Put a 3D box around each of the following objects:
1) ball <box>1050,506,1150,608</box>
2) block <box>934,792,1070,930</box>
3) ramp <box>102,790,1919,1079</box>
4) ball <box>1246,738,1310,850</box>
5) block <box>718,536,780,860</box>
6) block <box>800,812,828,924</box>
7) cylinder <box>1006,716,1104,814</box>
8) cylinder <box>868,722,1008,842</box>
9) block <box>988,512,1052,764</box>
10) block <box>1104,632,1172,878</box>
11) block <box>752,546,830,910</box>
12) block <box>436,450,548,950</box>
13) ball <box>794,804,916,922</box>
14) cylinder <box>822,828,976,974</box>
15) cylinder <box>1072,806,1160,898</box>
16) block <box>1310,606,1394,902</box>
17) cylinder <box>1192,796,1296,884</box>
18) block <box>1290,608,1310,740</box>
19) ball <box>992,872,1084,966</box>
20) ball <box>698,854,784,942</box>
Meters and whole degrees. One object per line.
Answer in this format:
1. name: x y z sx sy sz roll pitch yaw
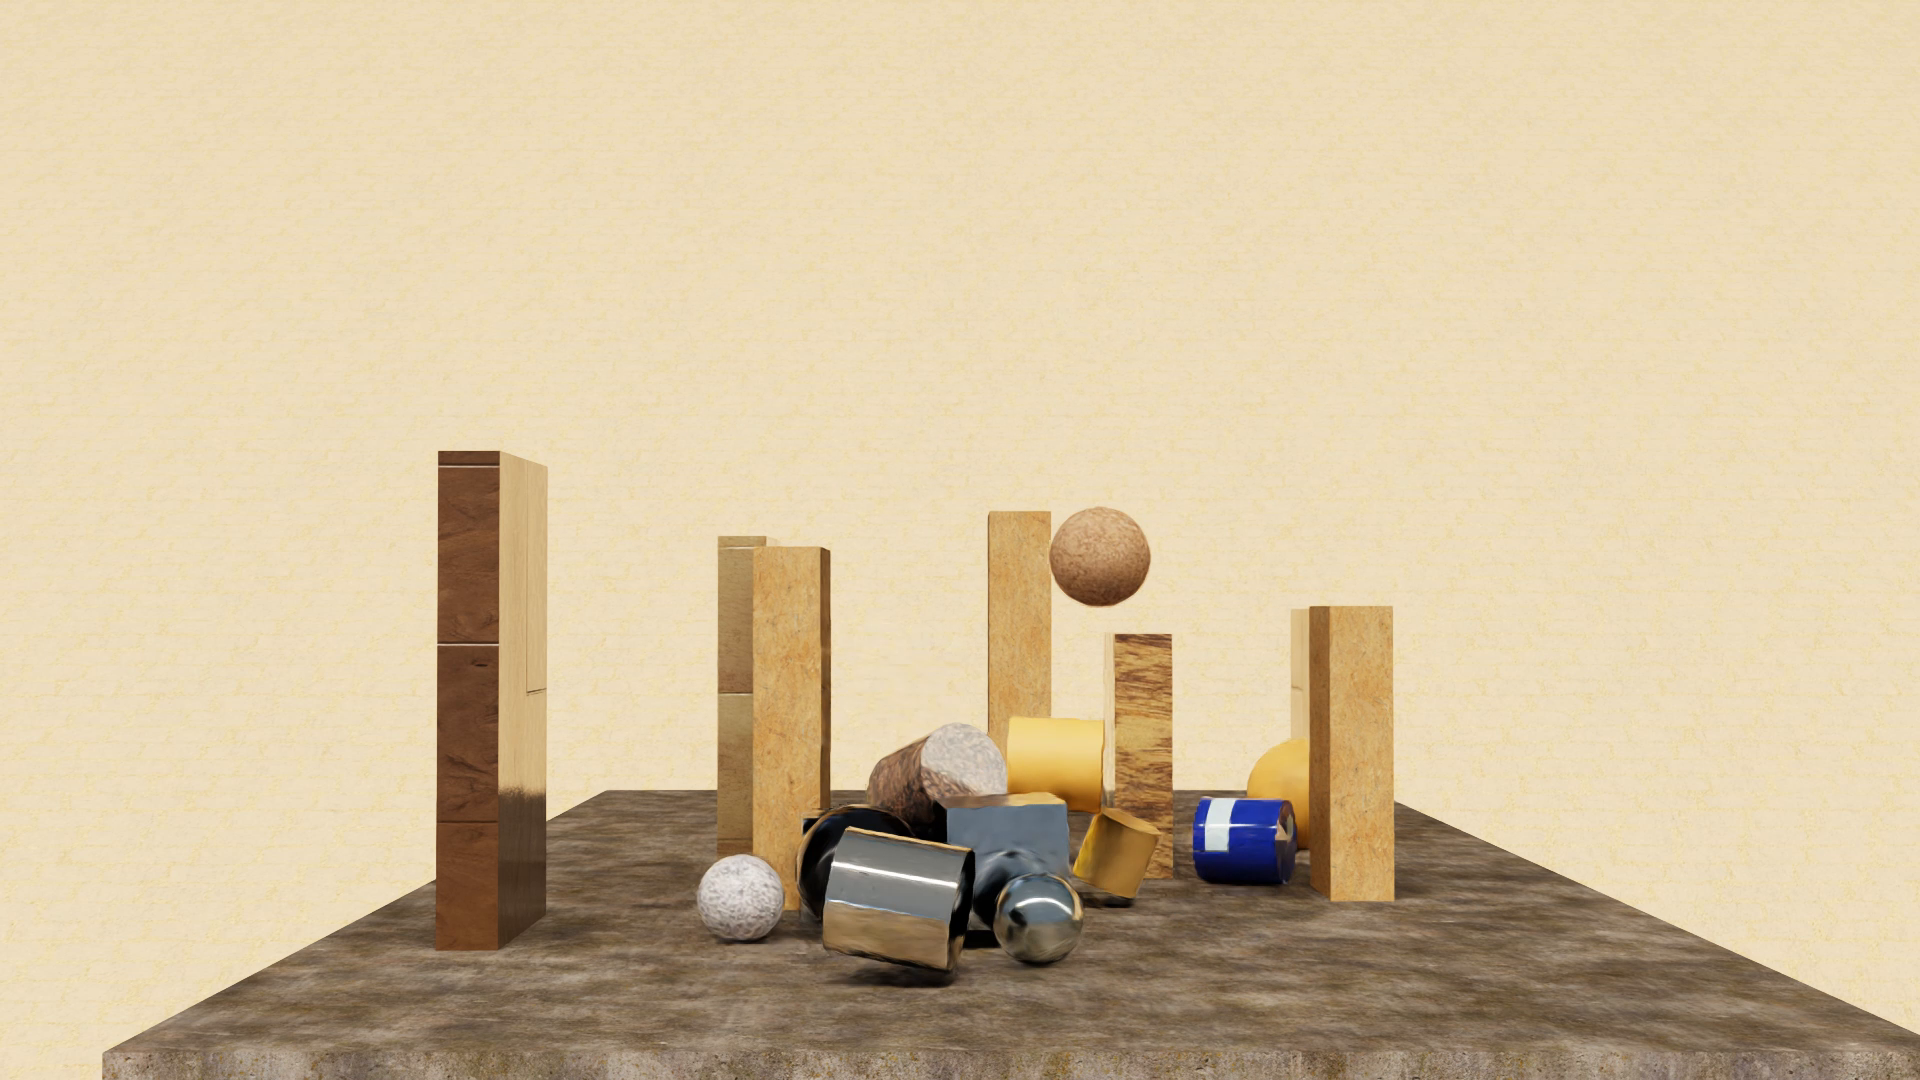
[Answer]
1. ball: 0.167 0.020 3.089 0.120 0.120 0.120 0 34 0
2. block: 0.059 0.457 3.707 0.171 0.171 0.171 -2 0 -7
3. ramp: 0.075 0.653 4.795 2.000 0.100 4.000 0 -1 0
4. ball: 0.614 0.457 4.665 0.199 0.199 0.199 0 34 0
5. block: -0.373 0.298 4.611 0.083 0.601 0.357 0 -1 0
6. block: -0.165 0.503 4.005 0.158 0.158 0.158 0 -2 -5
7. cylinder: 0.152 0.357 4.119 0.148 0.148 0.148 2 34 5
8. cylinder: -0.034 0.369 3.890 0.153 0.153 0.153 14 64 -29
9. block: 0.124 0.283 5.484 0.127 0.675 0.348 0 -1 0
10. block: 0.326 0.387 4.774 0.102 0.431 0.356 0 -1 0
11. block: -0.275 0.302 4.288 0.106 0.576 0.336 0 -1 0
12. block: -0.689 0.229 3.844 0.087 0.699 0.424 0 -1 0
13. ball: -0.147 0.483 3.803 0.190 0.190 0.190 0 34 0
14. cylinder: -0.076 0.457 3.298 0.160 0.160 0.160 9 35 10
15. cylinder: 0.251 0.500 4.159 0.110 0.110 0.110 21 5 -2
16. block: 0.656 0.351 4.360 0.104 0.481 0.249 0 -1 0
17. cylinder: 0.494 0.520 4.496 0.146 0.146 0.146 -1 32 21
18. block: 0.799 0.384 5.510 0.146 0.474 0.366 0 -1 0
19. ball: 0.104 0.507 3.481 0.124 0.124 0.124 0 34 0
20. ball: -0.314 0.513 3.715 0.125 0.125 0.125 0 34 0
